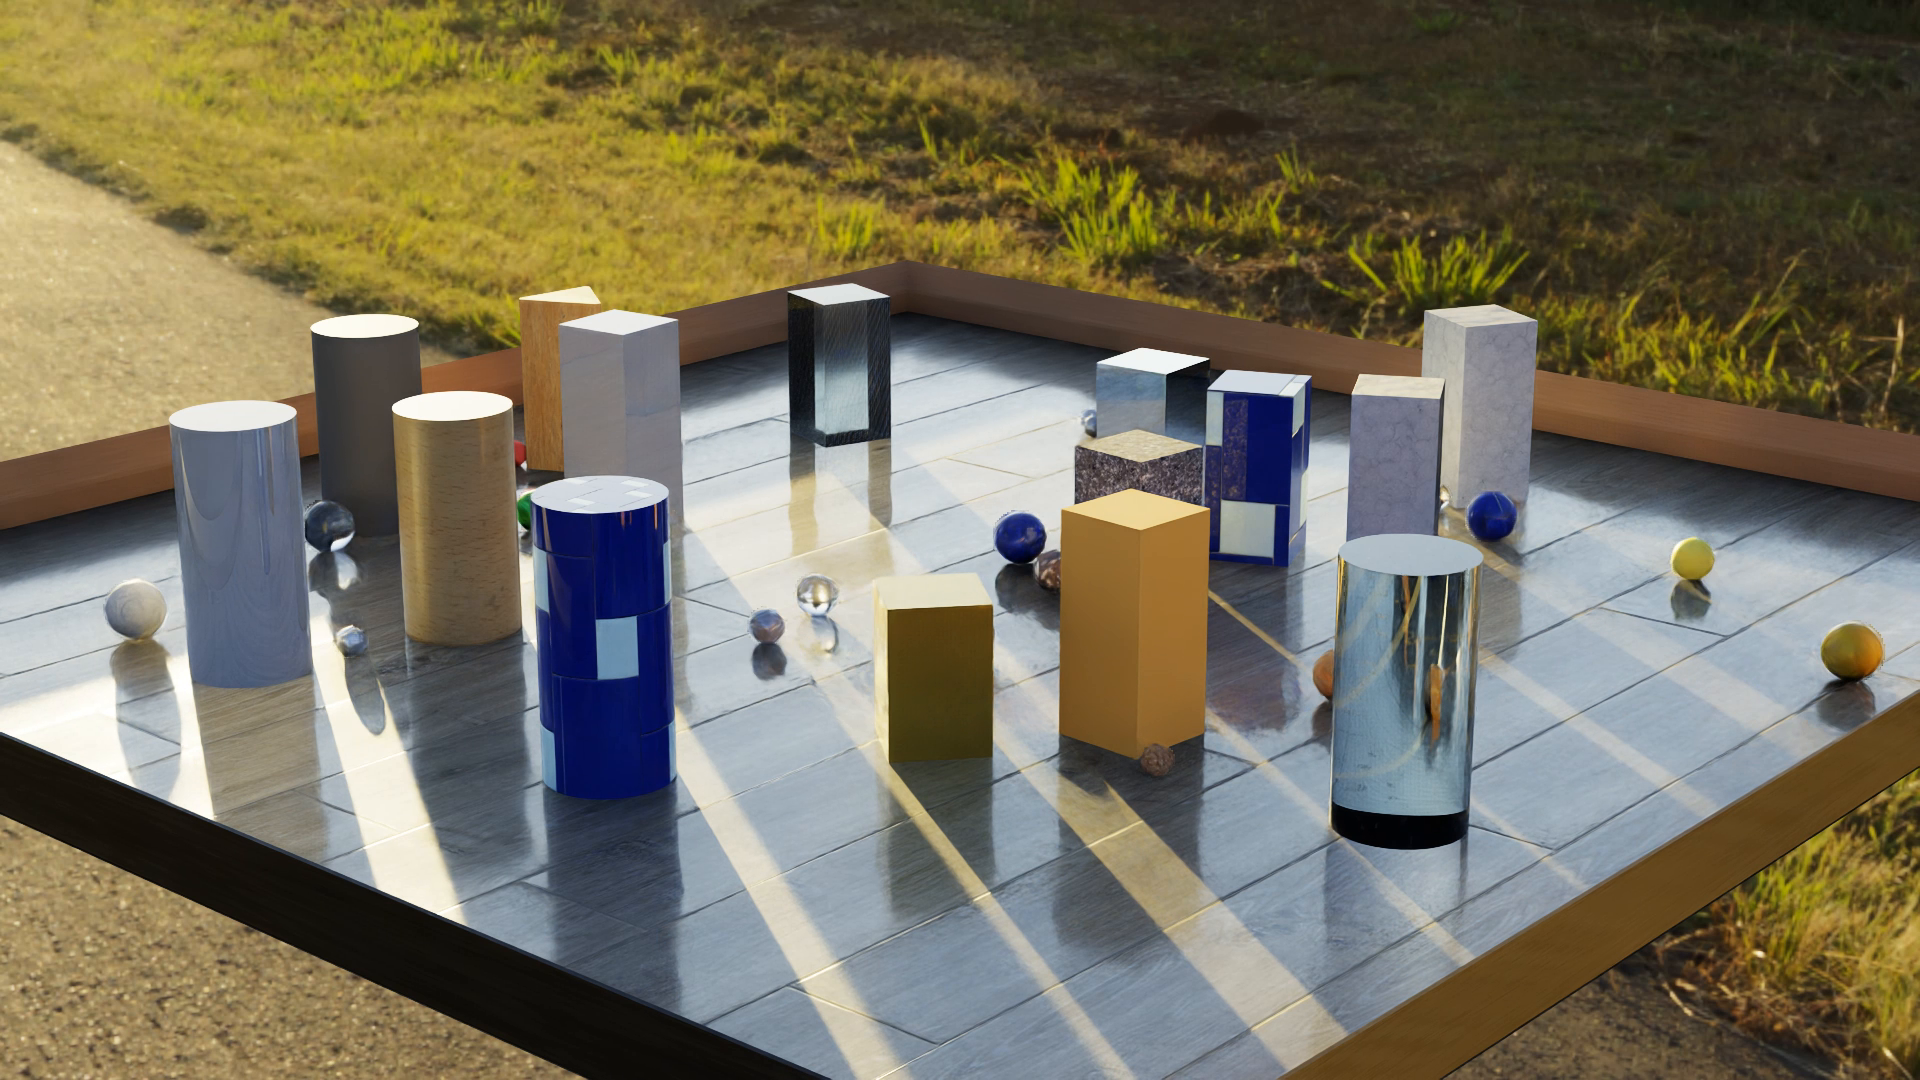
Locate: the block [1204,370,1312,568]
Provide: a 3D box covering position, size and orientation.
[{"bbox_3d":[0.541,-0.132,5.338,0.157,0.318,0.157,5,18,17],"label":"block"}]

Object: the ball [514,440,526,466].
[{"bbox_3d":[-0.903,-0.175,5.942,0.052,0.052,0.052,0,17,0],"label":"ball"}]

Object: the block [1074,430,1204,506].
[{"bbox_3d":[0.311,-0.039,5.128,0.157,0.261,0.157,-15,23,-41],"label":"block"}]

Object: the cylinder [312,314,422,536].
[{"bbox_3d":[-1.107,-0.217,5.511,0.197,0.380,0.197,0,17,0],"label":"cylinder"}]

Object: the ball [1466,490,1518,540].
[{"bbox_3d":[0.986,-0.045,5.439,0.093,0.093,0.093,0,17,0],"label":"ball"}]

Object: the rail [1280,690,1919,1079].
[{"bbox_3d":[1.207,0.334,4.117,0.045,0.128,3.330,14,22,39],"label":"rail"}]

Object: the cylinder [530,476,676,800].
[{"bbox_3d":[-0.514,0.139,4.246,0.197,0.429,0.197,0,17,0],"label":"cylinder"}]

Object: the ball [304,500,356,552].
[{"bbox_3d":[-1.157,-0.025,5.369,0.095,0.095,0.095,0,17,0],"label":"ball"}]

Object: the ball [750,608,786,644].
[{"bbox_3d":[-0.320,0.143,4.874,0.060,0.060,0.060,0,17,0],"label":"ball"}]

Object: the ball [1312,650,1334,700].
[{"bbox_3d":[0.595,0.212,4.605,0.083,0.083,0.083,0,17,0],"label":"ball"}]

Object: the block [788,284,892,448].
[{"bbox_3d":[-0.253,-0.367,6.144,0.157,0.303,0.157,-10,19,-30],"label":"block"}]

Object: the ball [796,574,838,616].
[{"bbox_3d":[-0.245,0.094,5.013,0.073,0.073,0.073,0,17,0],"label":"ball"}]

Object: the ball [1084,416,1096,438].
[{"bbox_3d":[0.282,-0.239,6.166,0.045,0.045,0.045,0,17,0],"label":"ball"}]

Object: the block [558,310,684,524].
[{"bbox_3d":[-0.635,-0.220,5.508,0.157,0.388,0.157,11,20,33],"label":"block"}]

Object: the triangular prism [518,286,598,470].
[{"bbox_3d":[-0.776,-0.327,5.930,0.170,0.349,0.147,5,17,15],"label":"triangular prism"}]

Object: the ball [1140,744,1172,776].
[{"bbox_3d":[0.288,0.323,4.301,0.046,0.046,0.046,0,17,0],"label":"ball"}]

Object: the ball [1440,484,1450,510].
[{"bbox_3d":[0.917,-0.083,5.637,0.051,0.051,0.051,0,17,0],"label":"ball"}]

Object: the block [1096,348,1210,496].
[{"bbox_3d":[0.373,-0.215,5.689,0.157,0.274,0.157,12,21,35],"label":"block"}]

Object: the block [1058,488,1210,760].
[{"bbox_3d":[0.262,0.124,4.422,0.157,0.356,0.157,16,23,42],"label":"block"}]

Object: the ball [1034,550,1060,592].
[{"bbox_3d":[0.165,0.054,5.146,0.073,0.073,0.073,0,17,0],"label":"ball"}]

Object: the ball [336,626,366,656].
[{"bbox_3d":[-0.999,0.167,4.811,0.050,0.050,0.050,0,17,0],"label":"ball"}]

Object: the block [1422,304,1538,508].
[{"bbox_3d":[1.003,-0.261,5.697,0.157,0.357,0.157,-6,18,-20],"label":"block"}]

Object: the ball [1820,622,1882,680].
[{"bbox_3d":[1.428,0.178,4.696,0.095,0.095,0.095,0,17,0],"label":"ball"}]

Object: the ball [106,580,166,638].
[{"bbox_3d":[-1.376,0.116,4.896,0.098,0.098,0.098,0,17,0],"label":"ball"}]

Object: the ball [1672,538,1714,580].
[{"bbox_3d":[1.302,0.034,5.211,0.074,0.074,0.074,0,17,0],"label":"ball"}]

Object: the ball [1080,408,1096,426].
[{"bbox_3d":[0.277,-0.257,6.224,0.046,0.046,0.046,0,17,0],"label":"ball"}]

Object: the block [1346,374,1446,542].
[{"bbox_3d":[0.800,-0.136,5.384,0.157,0.300,0.157,4,17,12],"label":"block"}]

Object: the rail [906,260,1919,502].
[{"bbox_3d":[1.076,-0.326,6.307,3.243,0.128,0.045,14,22,39],"label":"rail"}]

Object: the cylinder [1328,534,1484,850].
[{"bbox_3d":[0.617,0.209,4.073,0.197,0.396,0.197,0,17,0],"label":"cylinder"}]

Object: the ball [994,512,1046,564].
[{"bbox_3d":[0.109,-0.004,5.302,0.095,0.095,0.095,0,17,0],"label":"ball"}]

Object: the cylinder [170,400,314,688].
[{"bbox_3d":[-1.150,0.006,4.700,0.197,0.423,0.197,0,17,0],"label":"cylinder"}]

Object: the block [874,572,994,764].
[{"bbox_3d":[-0.041,0.190,4.404,0.157,0.240,0.157,-3,17,-9],"label":"block"}]

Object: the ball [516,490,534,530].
[{"bbox_3d":[-0.797,-0.055,5.499,0.077,0.077,0.077,0,17,0],"label":"ball"}]

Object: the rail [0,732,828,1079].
[{"bbox_3d":[-1.076,0.390,3.933,3.243,0.128,0.045,14,22,39],"label":"rail"}]

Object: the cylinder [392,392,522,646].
[{"bbox_3d":[-0.839,-0.037,4.901,0.197,0.387,0.197,0,17,0],"label":"cylinder"}]

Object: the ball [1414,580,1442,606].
[{"bbox_3d":[0.810,0.091,5.068,0.046,0.046,0.046,0,17,0],"label":"ball"}]

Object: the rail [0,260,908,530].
[{"bbox_3d":[-1.207,-0.270,6.123,0.045,0.128,3.330,14,22,39],"label":"rail"}]
